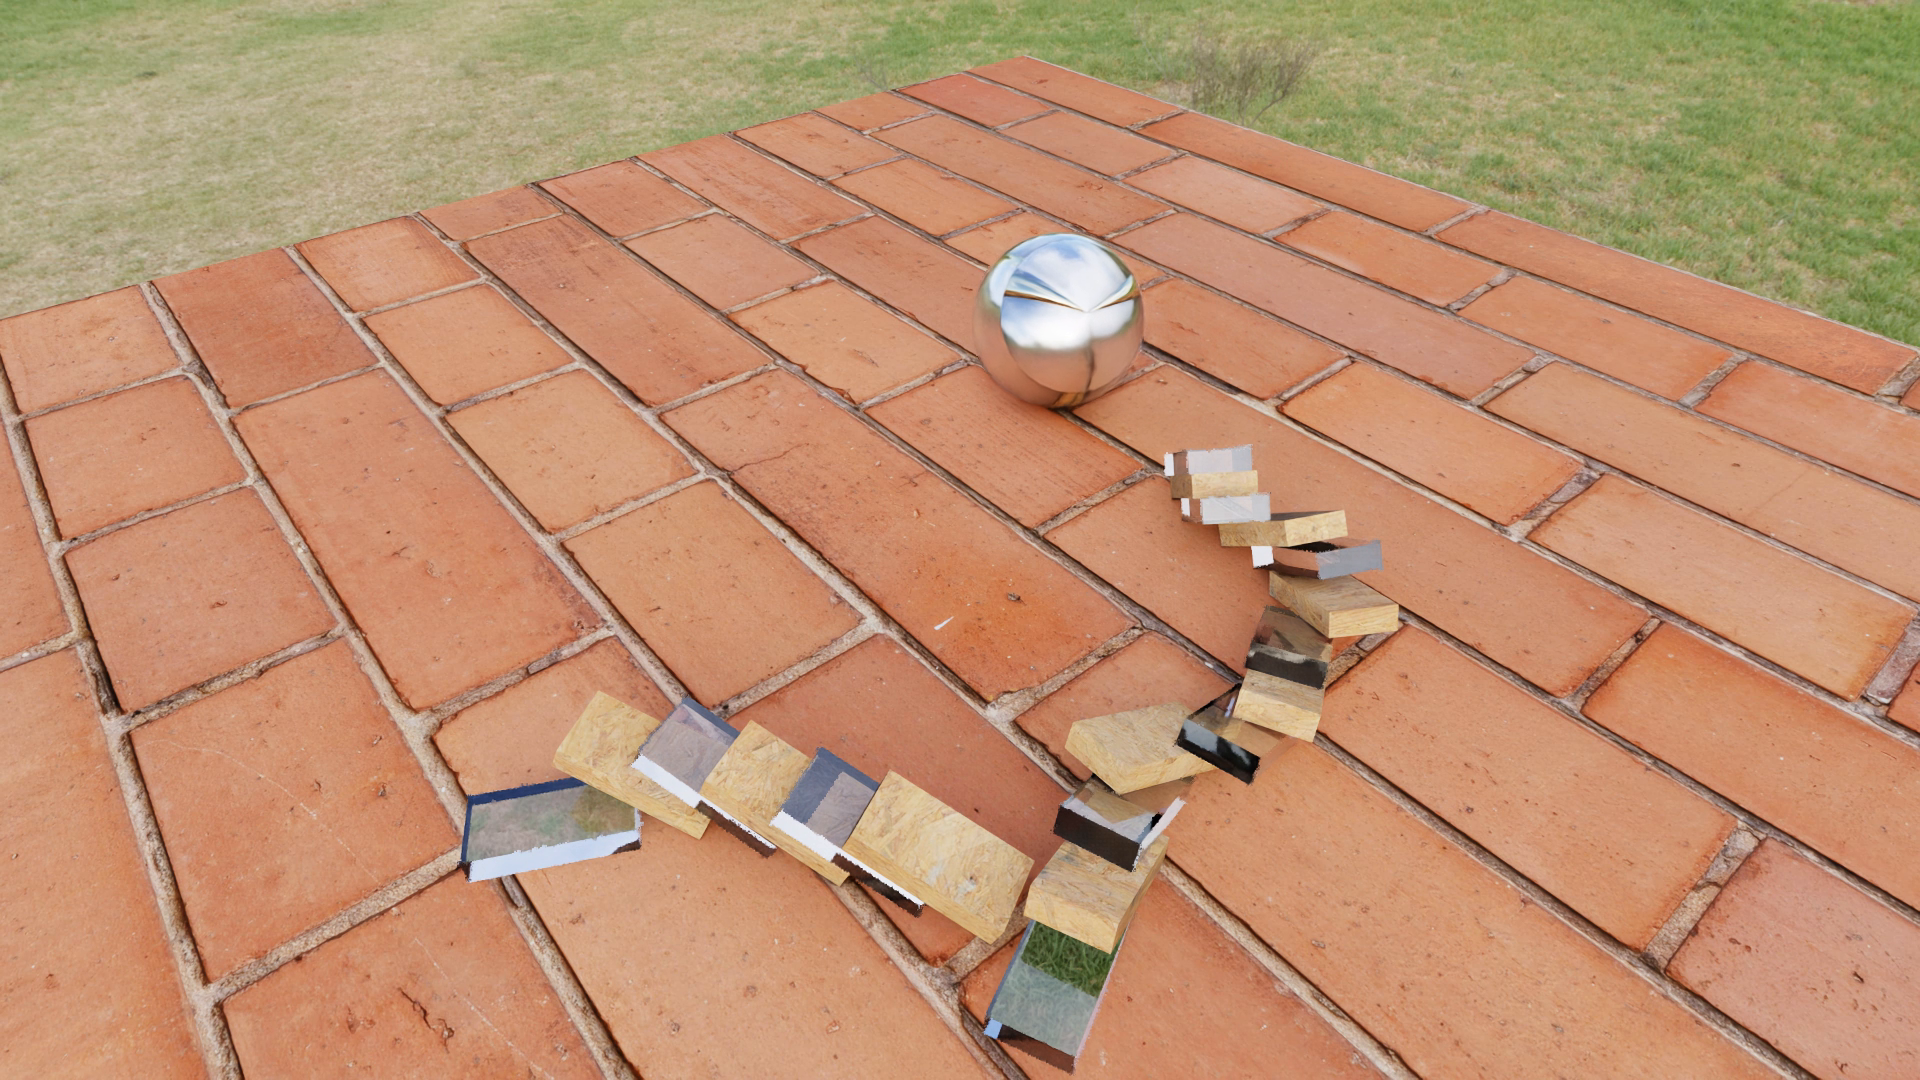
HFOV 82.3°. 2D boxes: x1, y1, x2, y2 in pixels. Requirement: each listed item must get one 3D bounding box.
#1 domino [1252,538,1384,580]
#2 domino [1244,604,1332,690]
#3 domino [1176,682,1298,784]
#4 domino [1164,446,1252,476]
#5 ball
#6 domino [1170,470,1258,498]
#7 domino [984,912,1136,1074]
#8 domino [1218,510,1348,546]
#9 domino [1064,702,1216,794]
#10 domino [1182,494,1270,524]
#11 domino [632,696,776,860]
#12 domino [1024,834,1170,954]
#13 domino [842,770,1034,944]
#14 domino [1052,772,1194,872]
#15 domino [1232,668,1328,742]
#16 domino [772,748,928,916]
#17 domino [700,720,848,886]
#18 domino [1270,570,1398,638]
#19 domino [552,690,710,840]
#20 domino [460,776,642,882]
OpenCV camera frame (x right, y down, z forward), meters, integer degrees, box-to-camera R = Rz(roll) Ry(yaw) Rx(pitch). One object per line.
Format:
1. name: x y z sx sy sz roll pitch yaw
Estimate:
1. domino: 0.134 0.006 0.416 0.025 0.010 0.050 -10 6 -11
2. domino: 0.116 0.036 0.383 0.025 0.009 0.050 15 16 18
3. domino: 0.091 0.061 0.352 0.025 0.009 0.050 27 20 28
4. domino: 0.103 -0.033 0.460 0.025 0.009 0.050 -3 3 0
5. ball: 0.046 -0.102 0.512 0.080 0.080 0.080 0 39 0
6. domino: 0.102 -0.022 0.448 0.025 0.010 0.050 -3 3 2
7. domino: 0.029 0.116 0.302 0.025 0.010 0.050 17 42 20
8. domino: 0.124 -0.004 0.425 0.025 0.009 0.050 -10 2 -14
9. domino: 0.060 0.065 0.348 0.050 0.010 0.025 -3 27 -39
10. domino: 0.104 -0.012 0.435 0.025 0.010 0.050 -3 3 3
11. domino: -0.072 0.073 0.339 0.050 0.009 0.025 34 45 2
12. domino: 0.040 0.095 0.312 0.025 0.009 0.050 18 19 22
13. domino: -0.006 0.091 0.317 0.050 0.009 0.025 32 45 2
14. domino: 0.050 0.079 0.332 0.025 0.009 0.050 21 21 24
15. domino: 0.107 0.050 0.365 0.025 0.009 0.050 17 17 17
16. domino: -0.027 0.086 0.324 0.050 0.010 0.025 32 45 2
17. domino: -0.050 0.079 0.332 0.050 0.010 0.025 33 45 1
18. domino: 0.135 0.022 0.402 0.025 0.010 0.050 -6 15 -7
19. domino: -0.097 0.070 0.342 0.050 0.010 0.025 28 41 -5
20. domino: -0.125 0.087 0.338 0.050 0.009 0.025 -9 40 -11
